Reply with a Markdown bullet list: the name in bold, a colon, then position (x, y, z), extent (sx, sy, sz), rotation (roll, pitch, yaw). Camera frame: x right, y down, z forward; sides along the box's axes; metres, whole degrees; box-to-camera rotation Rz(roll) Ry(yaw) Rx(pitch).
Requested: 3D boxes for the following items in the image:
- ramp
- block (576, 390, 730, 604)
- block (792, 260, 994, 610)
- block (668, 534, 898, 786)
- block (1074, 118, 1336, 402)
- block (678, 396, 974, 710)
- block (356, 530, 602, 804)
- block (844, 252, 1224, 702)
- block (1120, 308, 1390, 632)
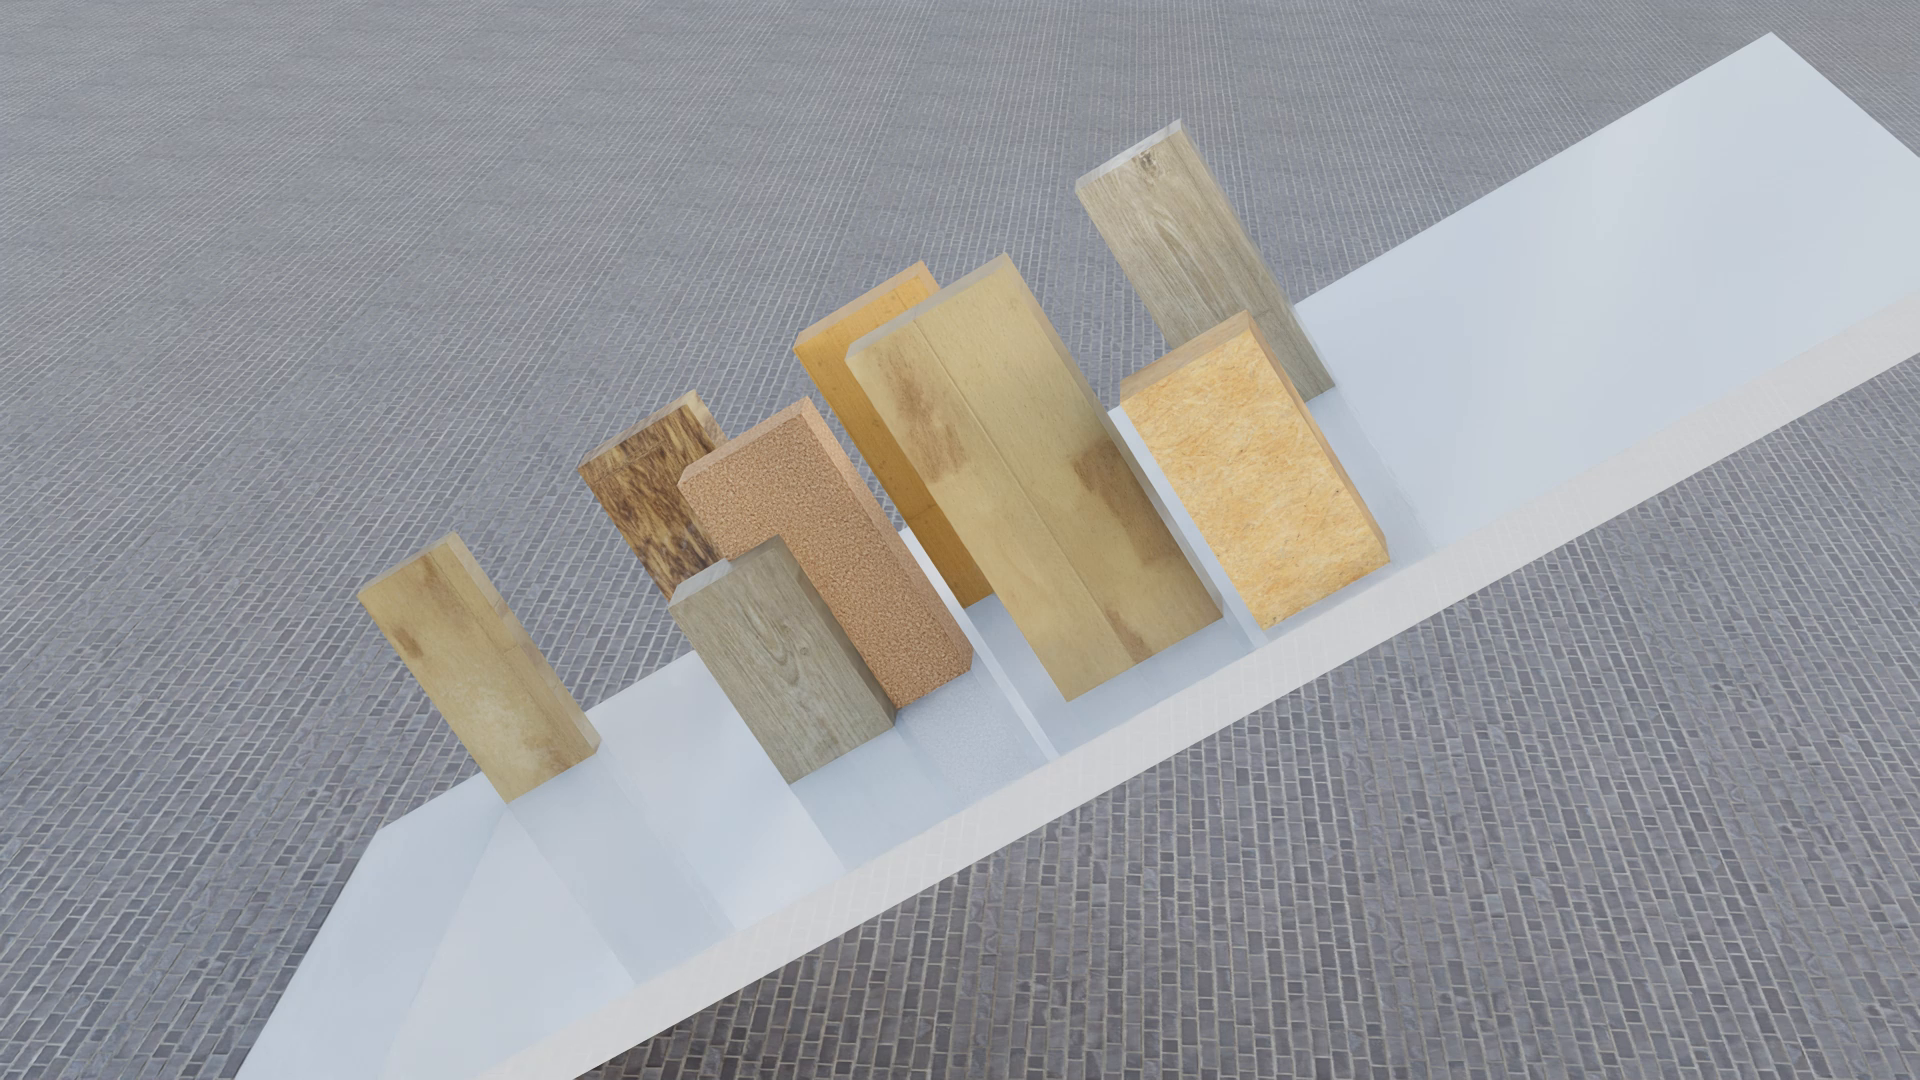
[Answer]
- **ramp**: position (0.141, 0.169, 6.290), extent (4.000, 0.100, 2.000), rotation (-30, 15, 13)
- **block**: position (-0.615, -0.022, 7.094), extent (0.317, 0.601, 0.124), rotation (-30, 15, 13)
- **block**: position (-0.037, -0.225, 6.365), extent (0.315, 0.688, 0.134), rotation (-30, 15, 13)
- **block**: position (-0.358, 0.236, 6.030), extent (0.259, 0.451, 0.141), rotation (-30, 15, 13)
- **block**: position (0.527, -0.552, 6.307), extent (0.259, 0.650, 0.119), rotation (-30, 15, 13)
- **block**: position (-0.272, 0.058, 6.042), extent (0.300, 0.642, 0.122), rotation (-30, 15, 13)
- **block**: position (-1.158, 0.310, 7.104), extent (0.266, 0.631, 0.089), rotation (-30, 15, 13)
- **block**: position (0.143, -0.110, 5.447), extent (0.339, 0.779, 0.114), rotation (-30, 15, 13)
- **block**: position (0.526, -0.124, 5.248), extent (0.261, 0.498, 0.141), rotation (-30, 15, 13)
